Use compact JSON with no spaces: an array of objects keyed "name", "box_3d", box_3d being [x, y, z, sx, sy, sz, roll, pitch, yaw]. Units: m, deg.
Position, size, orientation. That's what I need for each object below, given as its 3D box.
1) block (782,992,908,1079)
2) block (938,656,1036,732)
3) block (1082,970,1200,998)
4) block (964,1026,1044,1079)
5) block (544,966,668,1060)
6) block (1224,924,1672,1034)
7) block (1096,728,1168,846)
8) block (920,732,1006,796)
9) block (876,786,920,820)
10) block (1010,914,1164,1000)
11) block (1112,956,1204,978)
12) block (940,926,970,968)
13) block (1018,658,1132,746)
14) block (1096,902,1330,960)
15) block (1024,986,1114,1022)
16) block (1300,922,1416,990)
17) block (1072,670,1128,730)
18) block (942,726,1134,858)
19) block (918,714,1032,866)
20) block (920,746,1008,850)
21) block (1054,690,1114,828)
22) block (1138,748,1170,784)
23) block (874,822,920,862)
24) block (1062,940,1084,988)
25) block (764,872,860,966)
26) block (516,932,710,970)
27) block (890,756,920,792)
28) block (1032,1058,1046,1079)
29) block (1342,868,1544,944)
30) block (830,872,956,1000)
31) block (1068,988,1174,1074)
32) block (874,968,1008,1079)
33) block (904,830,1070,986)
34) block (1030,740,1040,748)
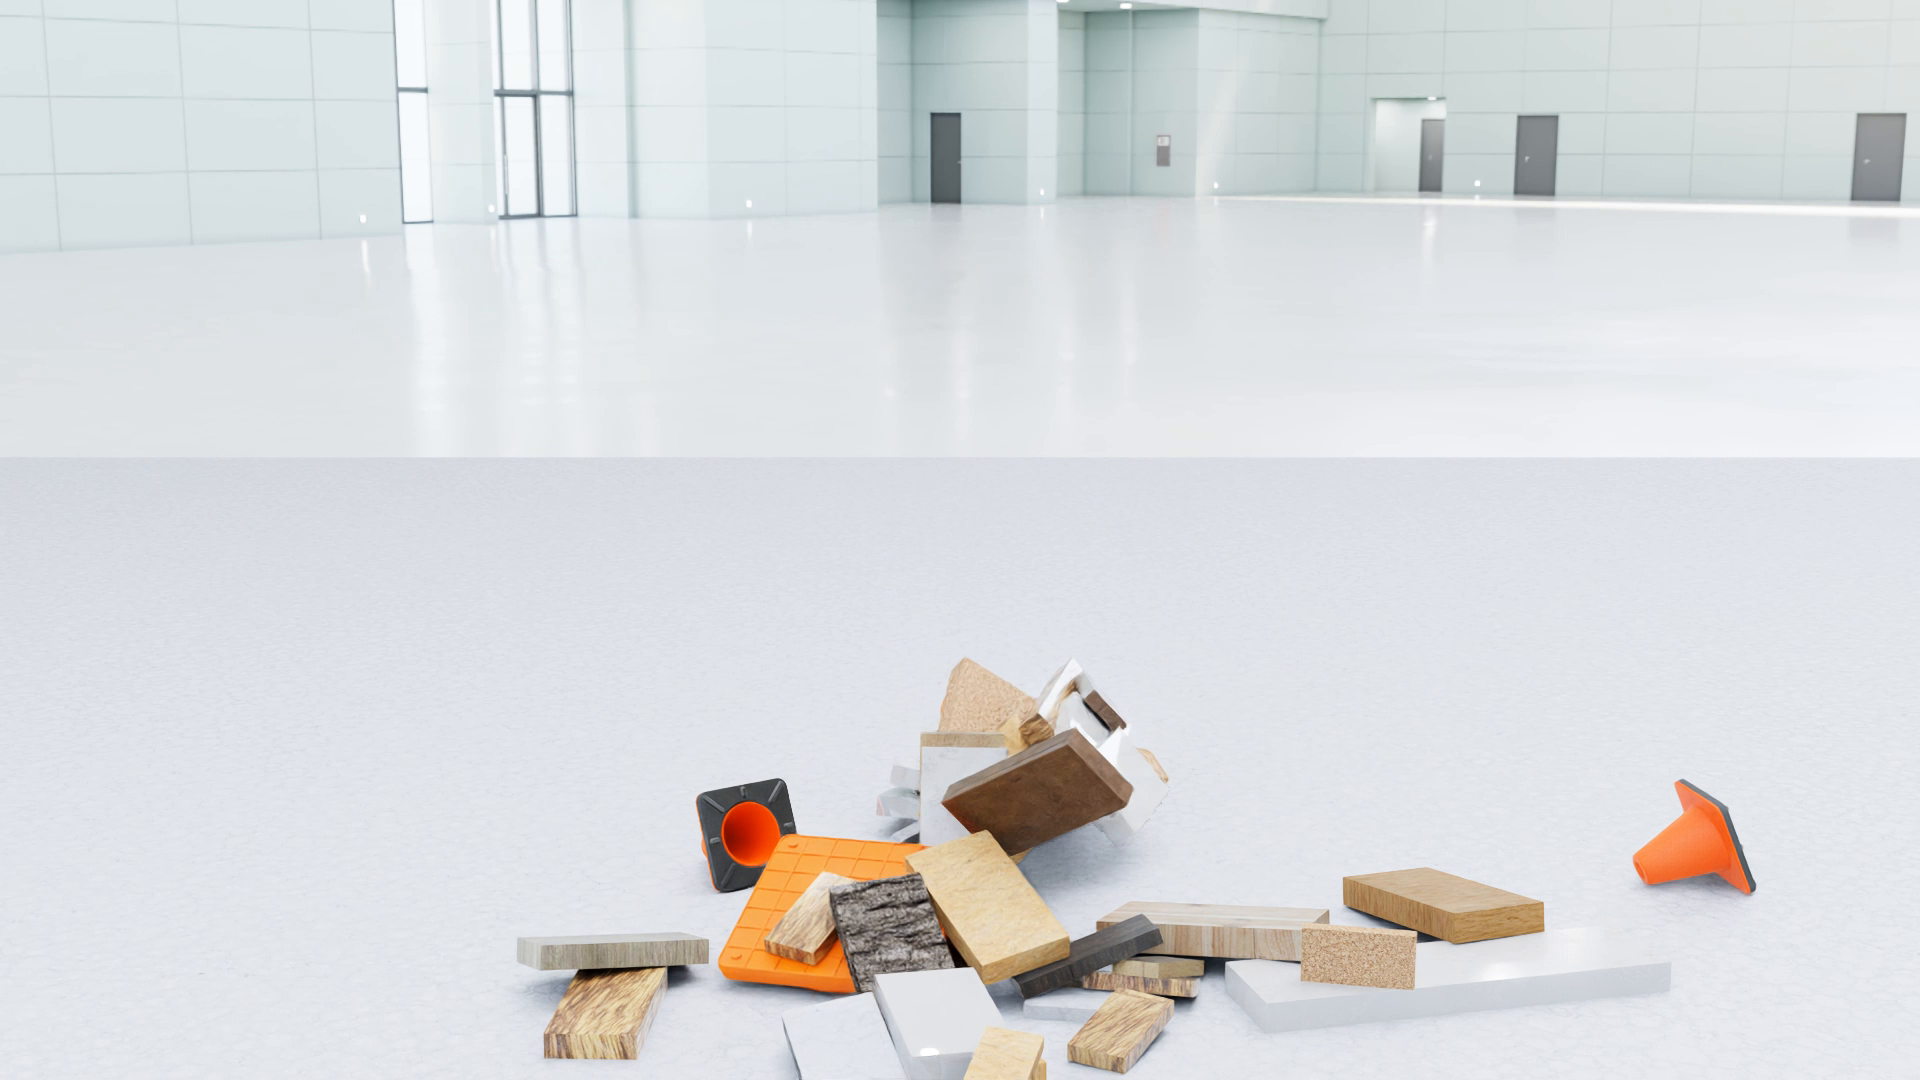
[{"name":"block","box_3d":[-0.153,0.689,2.922,0.128,0.036,0.257,-10,18,-11]},{"name":"block","box_3d":[0.044,0.382,4.007,0.176,0.050,0.352,32,35,-14]},{"name":"block","box_3d":[0.266,0.649,3.222,0.161,0.023,0.081,2,-8,13]},{"name":"block","box_3d":[-0.002,0.735,2.540,0.076,0.021,0.588,7,22,12]},{"name":"block","box_3d":[-0.502,0.670,3.137,0.128,0.036,0.257,0,11,2]},{"name":"block","box_3d":[0.721,0.645,3.248,0.639,0.046,0.161,-3,11,-14]},{"name":"block","box_3d":[0.276,0.425,3.822,0.040,0.142,0.283,-39,-4,18]},{"name":"block","box_3d":[0.004,0.457,3.622,0.139,0.277,0.039,0,0,2]},{"name":"block","box_3d":[-0.051,0.478,4.072,0.130,0.037,0.260,3,3,17]},{"name":"block","box_3d":[0.182,0.610,3.223,0.220,0.024,0.086,-20,8,-10]},{"name":"block","box_3d":[0.294,0.631,3.251,0.076,0.021,0.151,-1,-8,32]},{"name":"block","box_3d":[0.008,0.602,3.376,0.079,0.022,0.158,0,34,3]},{"name":"block","box_3d":[0.219,0.350,4.108,0.050,0.176,0.352,-41,2,18]},{"name":"block","box_3d":[0.388,0.597,3.366,0.322,0.046,0.161,-2,2,23]},{"name":"block","box_3d":[0.172,0.671,3.173,0.151,0.021,0.076,2,11,10]},{"name":"block","box_3d":[0.572,0.598,3.157,0.161,0.081,0.023,2,11,13]},{"name":"block","box_3d":[0.261,0.302,4.098,0.026,0.093,0.186,-42,8,3]},{"name":"block","box_3d":[0.116,0.390,3.350,0.277,0.139,0.039,-30,22,39]},{"name":"block","box_3d":[0.071,0.453,3.824,0.050,0.176,0.385,-41,0,28]},{"name":"block","box_3d":[0.006,0.475,3.550,0.139,0.277,0.039,0,-14,2]},{"name":"block","box_3d":[0.229,0.387,3.914,0.040,0.142,0.283,-40,11,18]},{"name":"block","box_3d":[0.188,0.417,4.170,0.442,0.026,0.093,8,29,-27]},{"name":"block","box_3d":[-0.091,0.523,3.868,0.066,0.019,0.132,-46,-16,30]},{"name":"block","box_3d":[0.161,0.644,3.318,0.081,0.023,0.161,2,11,10]},{"name":"block","box_3d":[-0.211,0.567,3.300,0.086,0.024,0.172,10,33,26]},{"name":"block","box_3d":[-0.518,0.613,3.280,0.257,0.036,0.128,3,-5,-26]},{"name":"block","box_3d":[-0.021,0.434,4.098,0.130,0.037,0.260,11,5,19]},{"name":"block","box_3d":[0.018,0.680,2.933,0.108,0.031,0.217,-5,12,-24]},{"name":"block","box_3d":[0.761,0.576,3.487,0.161,0.046,0.322,-3,3,-21]},{"name":"block","box_3d":[-0.092,0.600,3.188,0.140,0.040,0.280,-7,35,-13]},{"name":"block","box_3d":[0.224,0.680,3.053,0.086,0.024,0.172,8,20,27]},{"name":"block","box_3d":[-0.021,0.645,2.930,0.140,0.040,0.280,-2,11,-12]},{"name":"block","box_3d":[0.038,0.545,3.282,0.140,0.040,0.280,-15,33,-20]},{"name":"block","box_3d":[0.151,0.419,3.716,0.040,0.142,0.283,-36,-7,-7]}]
